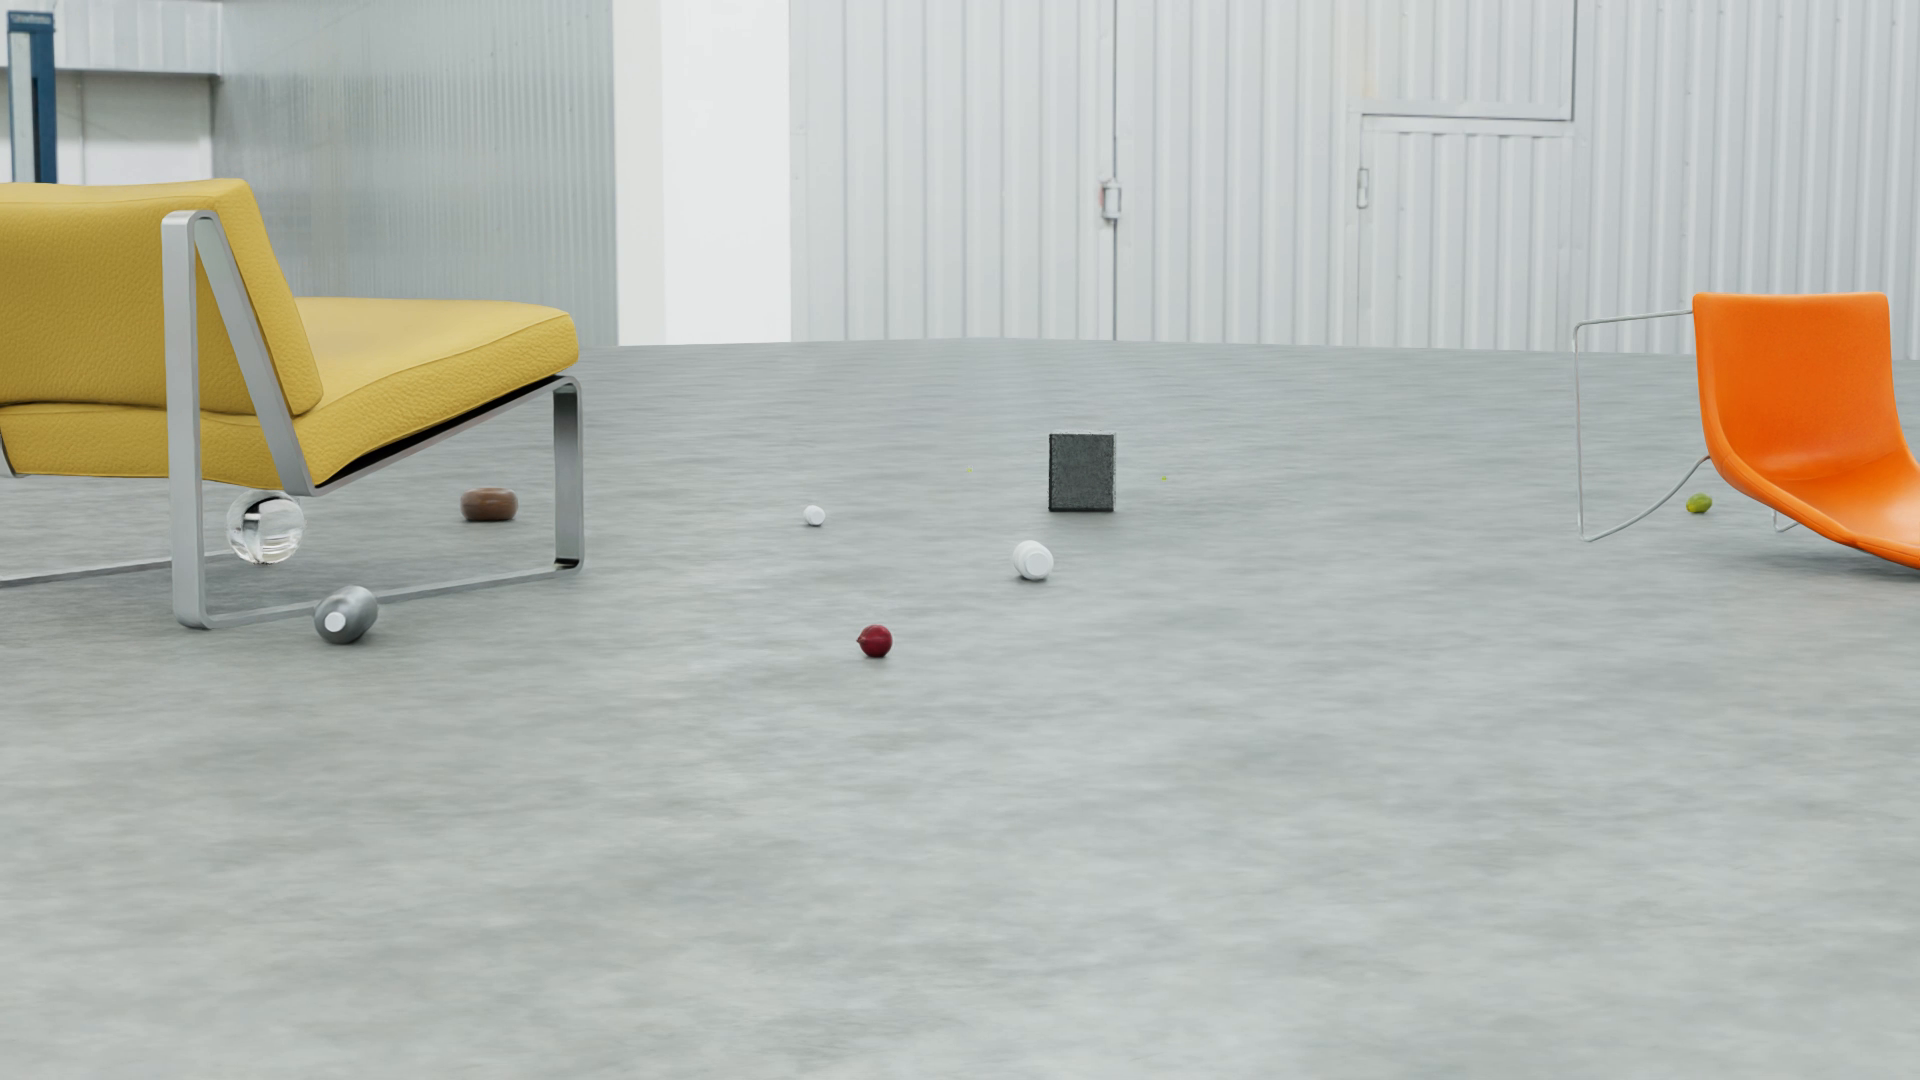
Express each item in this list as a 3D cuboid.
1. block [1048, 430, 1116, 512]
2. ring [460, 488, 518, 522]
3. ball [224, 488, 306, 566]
[{"bbox_3d":[0.348,-0.197,7.265,0.180,0.218,0.220,1,6,6],"label":"block"},{"bbox_3d":[-1.278,-0.097,6.965,0.157,0.082,0.213,1,5,-4],"label":"ring"},{"bbox_3d":[-1.584,-0.031,5.849,0.177,0.177,0.177,0,6,0],"label":"ball"}]
